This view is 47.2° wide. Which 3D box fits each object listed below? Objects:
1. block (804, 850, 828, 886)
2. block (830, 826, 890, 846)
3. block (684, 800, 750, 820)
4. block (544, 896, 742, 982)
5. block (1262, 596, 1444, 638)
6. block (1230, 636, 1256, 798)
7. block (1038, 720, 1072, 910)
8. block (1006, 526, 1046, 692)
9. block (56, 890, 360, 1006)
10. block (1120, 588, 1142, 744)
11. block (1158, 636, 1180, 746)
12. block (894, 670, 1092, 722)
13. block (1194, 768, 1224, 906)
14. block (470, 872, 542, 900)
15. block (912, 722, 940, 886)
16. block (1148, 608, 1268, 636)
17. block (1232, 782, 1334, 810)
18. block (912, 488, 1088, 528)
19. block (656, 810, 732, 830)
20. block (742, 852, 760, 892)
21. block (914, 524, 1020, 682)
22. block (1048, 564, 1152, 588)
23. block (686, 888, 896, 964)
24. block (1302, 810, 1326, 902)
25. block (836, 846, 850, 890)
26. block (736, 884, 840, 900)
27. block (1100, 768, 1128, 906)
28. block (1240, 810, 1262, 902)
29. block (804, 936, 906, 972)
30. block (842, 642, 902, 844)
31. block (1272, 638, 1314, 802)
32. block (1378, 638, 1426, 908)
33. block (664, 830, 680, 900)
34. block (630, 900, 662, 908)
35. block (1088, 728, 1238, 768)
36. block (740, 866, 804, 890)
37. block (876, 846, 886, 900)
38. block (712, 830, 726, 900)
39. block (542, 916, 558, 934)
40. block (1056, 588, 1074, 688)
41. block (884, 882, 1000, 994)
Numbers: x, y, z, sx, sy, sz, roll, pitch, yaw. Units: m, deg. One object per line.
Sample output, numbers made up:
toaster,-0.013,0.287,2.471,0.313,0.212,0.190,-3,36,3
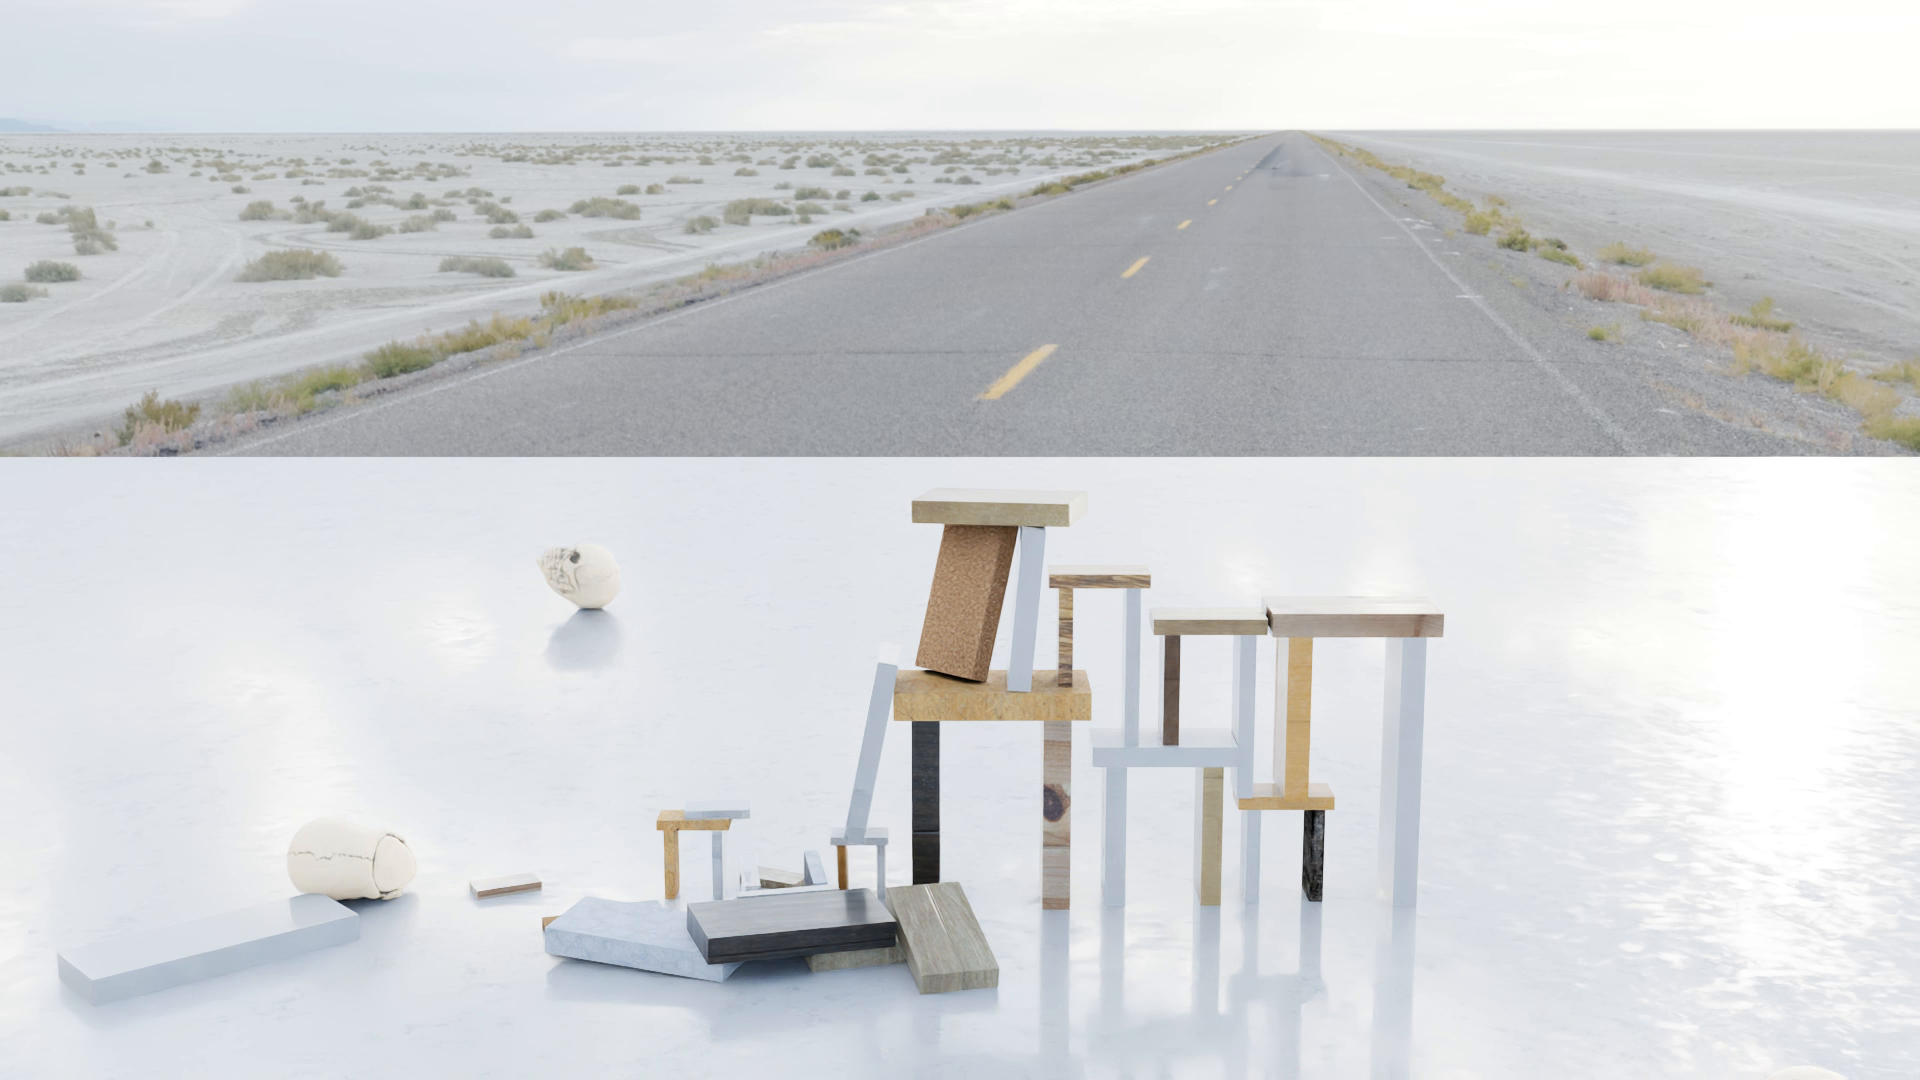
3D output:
block,-0.234,0.568,3.568,0.023,0.081,0.161,-2,11,-9
block,-0.166,0.490,3.638,0.096,0.014,0.048,0,13,-1
block,-0.402,0.448,3.649,0.107,0.015,0.054,-1,11,-4
block,-0.474,0.613,3.386,0.291,0.041,0.145,6,12,15
block,0.637,0.125,3.585,0.274,0.039,0.137,0,11,0
block,0.465,0.279,3.611,0.026,0.273,0.092,0,11,0
block,0.157,0.433,3.642,0.045,0.319,0.159,0,11,0
block,0.106,0.103,3.575,0.037,0.263,0.131,5,10,-1
block,-1.149,0.623,3.377,0.415,0.041,0.145,-9,14,-40
block,0.280,0.198,3.599,0.023,0.258,0.082,0,11,0
block,0.343,0.235,3.602,0.026,0.184,0.092,0,11,0
block,0.052,0.254,3.609,0.319,0.045,0.159,0,11,0
block,0.412,0.474,3.648,0.033,0.236,0.118,0,11,0
block,-0.761,0.579,3.683,0.109,0.015,0.054,-5,12,-26
block,-0.055,0.433,3.642,0.045,0.319,0.159,0,11,0
block,0.404,0.132,3.583,0.184,0.026,0.092,0,11,0
block,0.535,0.424,3.638,0.157,0.022,0.079,0,11,0
block,0.066,-0.054,3.597,0.263,0.037,0.131,2,11,16
block,-0.440,0.465,3.647,0.119,0.017,0.059,0,11,0
block,-0.338,0.570,3.554,0.023,0.081,0.161,-2,11,-8
block,0.011,0.093,3.638,0.131,0.263,0.037,10,-3,43
block,0.225,0.059,3.574,0.164,0.023,0.082,0,11,0
block,-0.258,0.587,3.354,0.291,0.041,0.145,-2,12,-19
block,0.587,0.513,3.655,0.022,0.158,0.079,0,11,0
block,-0.195,0.543,3.653,0.014,0.096,0.048,-1,13,1
block,-0.271,0.589,3.455,0.161,0.081,0.023,-2,11,-13
block,0.254,0.474,3.648,0.033,0.236,0.118,0,11,0
block,0.482,0.513,3.655,0.022,0.157,0.079,0,11,0
block,-0.126,0.621,3.411,0.237,0.034,0.118,-3,11,-16
block,-0.144,0.332,3.601,0.034,0.311,0.118,11,13,-2
block,0.546,0.278,3.614,0.039,0.274,0.137,0,11,0
block,0.728,0.367,3.630,0.039,0.453,0.137,0,11,0
block,-0.480,0.531,3.660,0.017,0.119,0.059,0,11,0
block,-0.536,0.603,3.556,0.107,0.015,0.054,-4,11,-20
block,0.333,0.342,3.624,0.236,0.033,0.118,0,11,0
block,-0.313,0.573,3.717,0.107,0.015,0.054,5,12,26
block,-0.130,0.543,3.655,0.014,0.096,0.048,0,13,0
block,-0.400,0.531,3.659,0.017,0.119,0.059,0,11,0
block,-0.626,0.619,3.472,0.054,0.015,0.109,-3,11,-17
block,0.171,0.151,3.591,0.023,0.164,0.082,0,11,0
block,-0.030,0.603,3.350,0.118,0.034,0.237,-3,25,-15
